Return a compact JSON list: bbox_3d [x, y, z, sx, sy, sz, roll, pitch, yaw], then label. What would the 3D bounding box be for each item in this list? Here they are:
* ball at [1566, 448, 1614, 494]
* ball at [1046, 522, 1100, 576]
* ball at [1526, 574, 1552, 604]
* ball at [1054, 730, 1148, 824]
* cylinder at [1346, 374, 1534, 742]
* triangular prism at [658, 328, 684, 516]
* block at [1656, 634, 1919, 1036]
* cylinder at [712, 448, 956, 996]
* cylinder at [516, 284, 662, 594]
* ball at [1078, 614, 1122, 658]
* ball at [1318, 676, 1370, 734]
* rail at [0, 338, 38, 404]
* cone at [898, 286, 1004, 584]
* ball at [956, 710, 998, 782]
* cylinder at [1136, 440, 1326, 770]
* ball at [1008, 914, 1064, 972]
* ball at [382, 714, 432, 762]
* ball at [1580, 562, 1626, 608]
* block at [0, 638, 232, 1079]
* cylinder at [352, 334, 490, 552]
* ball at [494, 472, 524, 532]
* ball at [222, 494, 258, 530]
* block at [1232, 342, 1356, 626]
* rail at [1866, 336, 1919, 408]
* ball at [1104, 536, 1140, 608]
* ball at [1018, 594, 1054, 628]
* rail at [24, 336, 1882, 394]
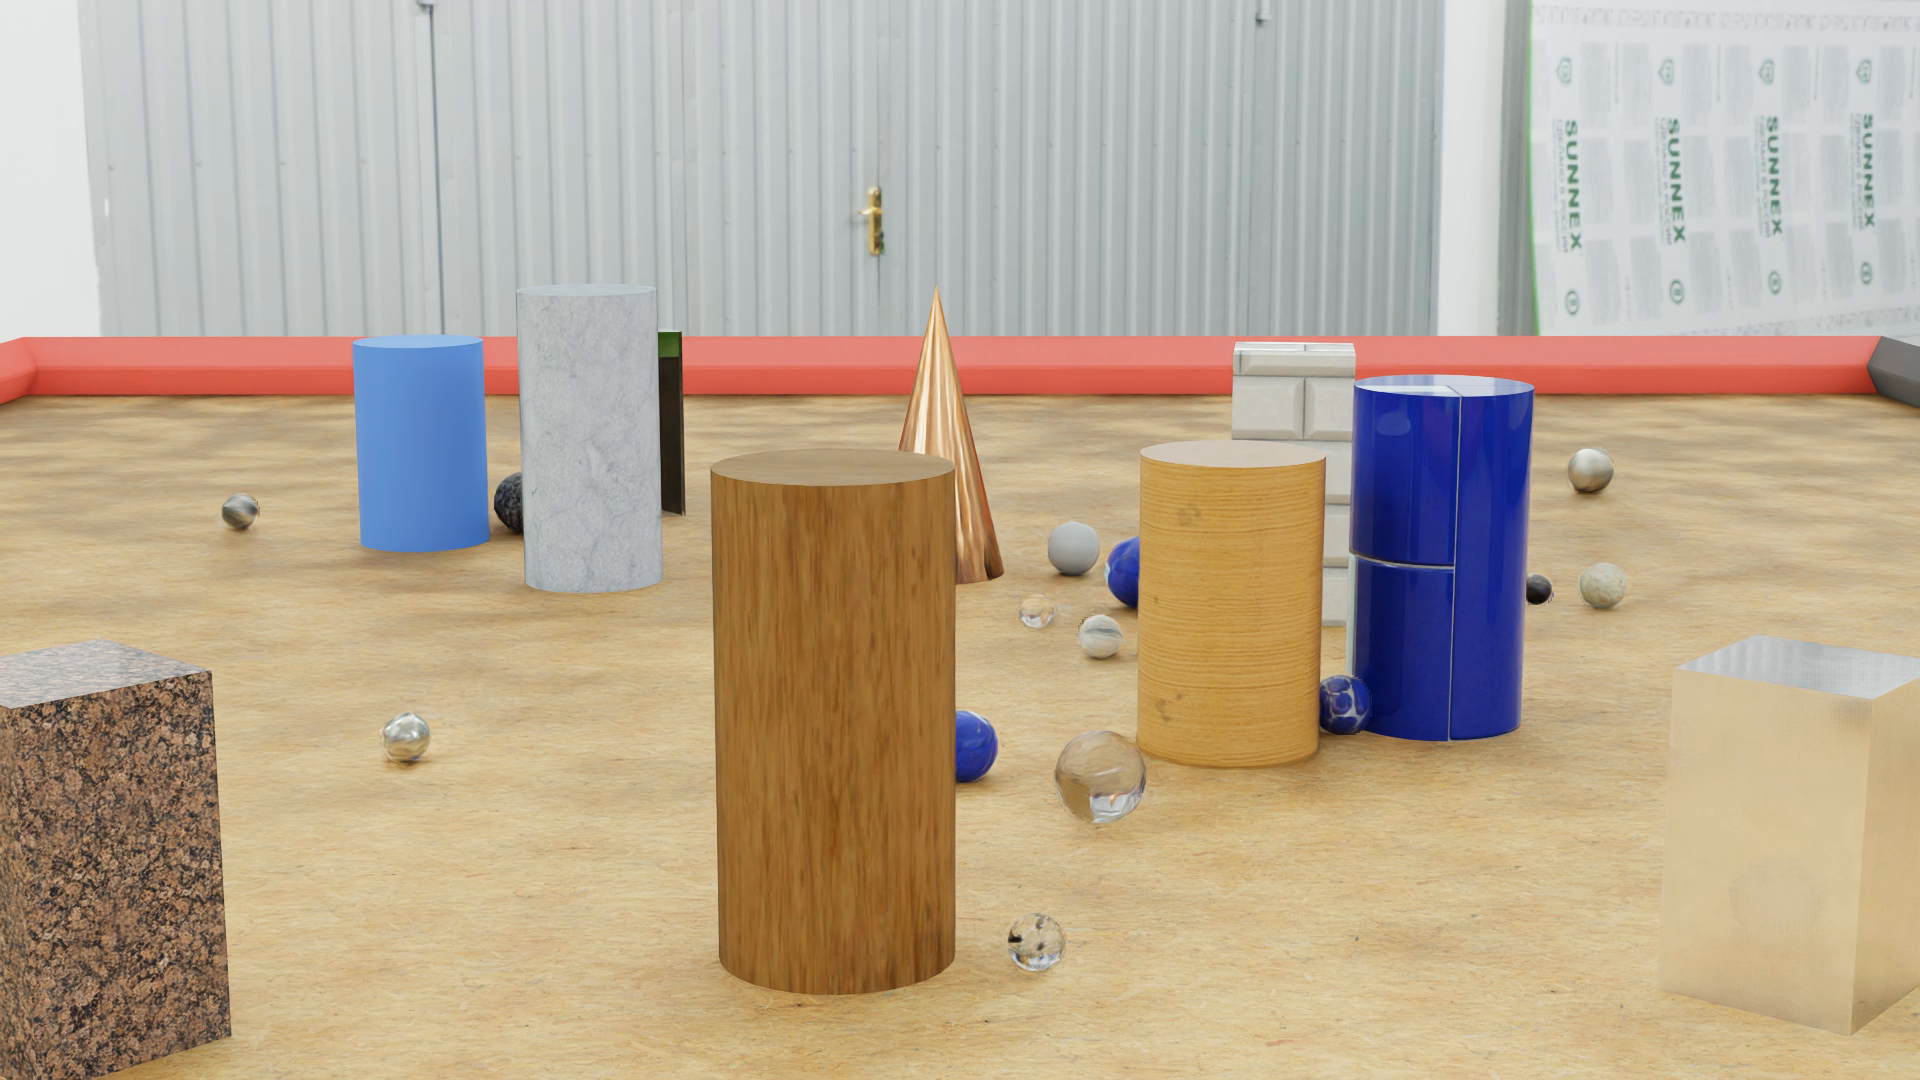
[{"bbox_3d":[1.083,-0.119,4.412,0.078,0.078,0.078,0,11,0],"label":"ball"},{"bbox_3d":[0.164,0.012,3.704,0.078,0.078,0.078,0,11,0],"label":"ball"},{"bbox_3d":[0.788,0.068,3.505,0.041,0.041,0.041,0,11,0],"label":"ball"},{"bbox_3d":[0.136,0.230,2.492,0.090,0.090,0.090,0,11,0],"label":"ball"},{"bbox_3d":[0.532,0.016,2.858,0.196,0.379,0.196,0,11,0],"label":"cylinder"},{"bbox_3d":[-0.543,-0.199,4.224,0.170,0.302,0.147,-1,11,-7],"label":"triangular prism"},{"bbox_3d":[0.667,0.227,2.032,0.157,0.263,0.157,9,14,39],"label":"block"},{"bbox_3d":[-0.102,0.142,2.093,0.196,0.409,0.196,0,11,0],"label":"cylinder"},{"bbox_3d":[-0.524,-0.148,3.640,0.196,0.415,0.196,0,11,0],"label":"cylinder"},{"bbox_3d":[0.174,0.120,3.188,0.054,0.054,0.054,0,11,0],"label":"ball"},{"bbox_3d":[0.419,0.181,2.823,0.065,0.065,0.065,0,11,0],"label":"ball"},{"bbox_3d":[-2.052,0.035,3.437,0.045,0.127,4.655,0,11,0],"label":"rail"},{"bbox_3d":[-0.033,-0.160,3.695,0.196,0.418,0.196,0,11,0],"label":"cone"},{"bbox_3d":[0.002,0.212,2.637,0.074,0.074,0.074,0,11,0],"label":"ball"},{"bbox_3d":[0.289,0.065,2.750,0.196,0.320,0.196,0,11,0],"label":"cylinder"},{"bbox_3d":[0.062,0.327,2.087,0.047,0.047,0.047,0,11,0],"label":"ball"},{"bbox_3d":[-0.586,0.209,2.715,0.051,0.051,0.051,0,11,0],"label":"ball"},{"bbox_3d":[0.872,0.061,3.479,0.062,0.062,0.062,0,11,0],"label":"ball"},{"bbox_3d":[-0.664,0.237,1.918,0.157,0.285,0.157,9,14,42],"label":"block"},{"bbox_3d":[-0.829,-0.152,3.951,0.196,0.310,0.196,0,11,0],"label":"cylinder"},{"bbox_3d":[-0.686,-0.060,4.040,0.096,0.096,0.096,0,11,0],"label":"ball"},{"bbox_3d":[-1.143,-0.044,4.071,0.055,0.055,0.055,0,11,0],"label":"ball"},{"bbox_3d":[0.442,-0.077,3.421,0.157,0.356,0.157,1,11,7],"label":"block"},{"bbox_3d":[2.052,0.031,3.461,0.045,0.127,4.655,0,11,0],"label":"rail"},{"bbox_3d":[0.245,0.044,3.476,0.098,0.098,0.098,0,11,0],"label":"ball"},{"bbox_3d":[0.100,0.092,3.358,0.046,0.046,0.046,0,11,0],"label":"ball"},{"bbox_3d":[-0.013,-0.387,5.714,4.151,0.127,0.045,0,11,0],"label":"rail"}]
